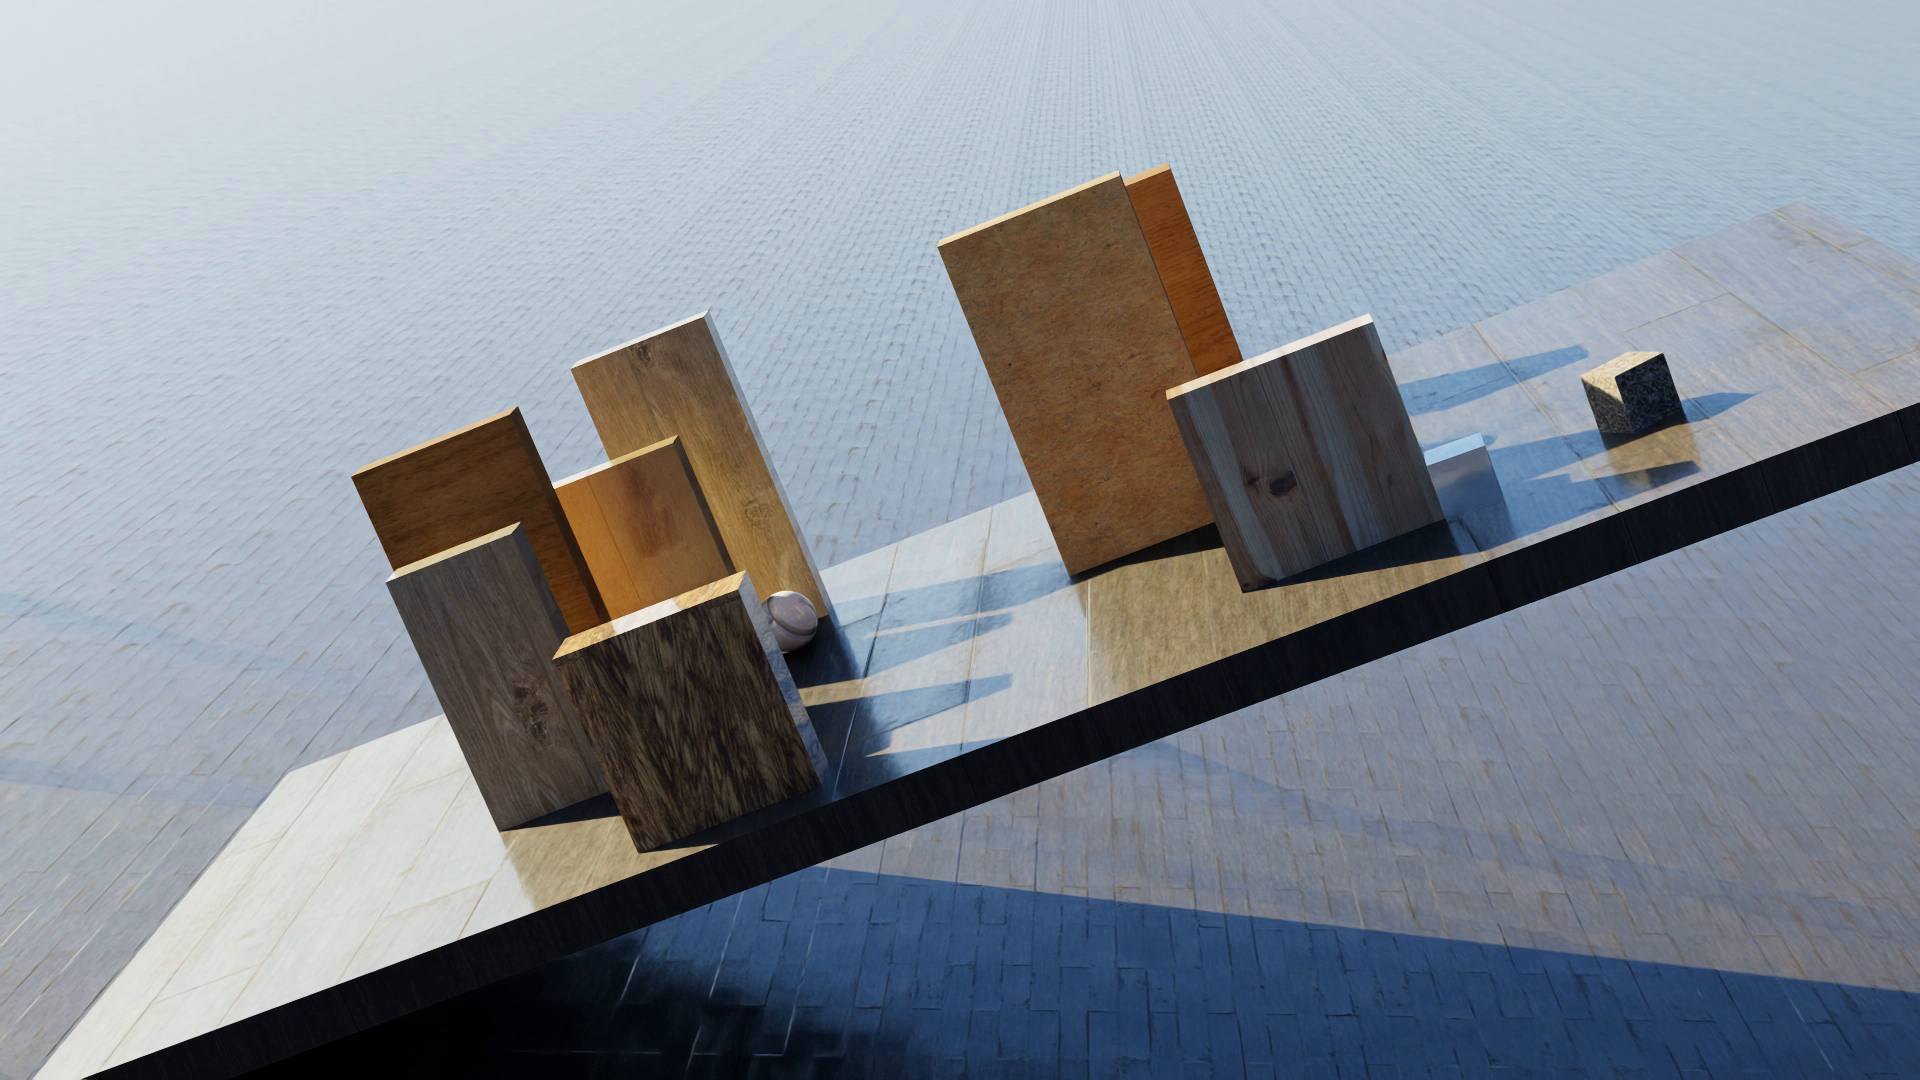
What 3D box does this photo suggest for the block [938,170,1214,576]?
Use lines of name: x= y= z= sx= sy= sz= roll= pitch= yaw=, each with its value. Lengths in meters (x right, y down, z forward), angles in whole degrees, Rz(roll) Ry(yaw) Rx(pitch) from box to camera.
block: x=0.283 y=-0.349 z=6.219 sx=0.406 sy=0.758 sz=0.098 roll=-21 pitch=12 yaw=7

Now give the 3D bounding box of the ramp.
ramp: x=0.123 y=0.174 z=6.291 sx=4.000 sy=0.100 sz=2.000 roll=-21 pitch=12 yaw=7

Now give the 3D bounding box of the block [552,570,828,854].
block: x=-0.503 y=0.323 z=5.530 sx=0.373 sy=0.406 sz=0.144 roll=-21 pitch=12 yaw=7

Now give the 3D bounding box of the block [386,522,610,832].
block: x=-0.928 y=0.283 z=6.063 sx=0.282 sy=0.573 sz=0.108 roll=-21 pitch=12 yaw=7

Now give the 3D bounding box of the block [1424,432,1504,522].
block: x=0.954 y=-0.121 z=5.574 sx=0.114 sy=0.114 sz=0.114 roll=-20 pitch=12 yaw=11

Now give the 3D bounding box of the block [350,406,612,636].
block: x=-0.967 y=0.140 z=6.287 sx=0.367 sy=0.770 sz=0.096 roll=-21 pitch=12 yaw=7

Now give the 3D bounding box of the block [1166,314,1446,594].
block: x=0.657 y=-0.163 z=5.591 sx=0.409 sy=0.404 sz=0.089 roll=-21 pitch=12 yaw=7

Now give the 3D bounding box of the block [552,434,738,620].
block: x=-0.679 y=0.081 z=6.571 sx=0.327 sy=0.546 sz=0.091 roll=-21 pitch=12 yaw=7

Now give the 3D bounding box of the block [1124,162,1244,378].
block: x=0.460 y=-0.522 z=6.929 sx=0.316 sy=0.649 sz=0.142 roll=-21 pitch=12 yaw=7

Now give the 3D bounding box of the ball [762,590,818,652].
ball: x=-0.388 y=0.182 z=6.593 sx=0.138 sy=0.138 sz=0.138 roll=0 pitch=14 yaw=0

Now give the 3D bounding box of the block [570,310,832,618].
block: x=-0.595 y=-0.120 z=6.809 sx=0.332 sy=0.750 sz=0.093 roll=-21 pitch=12 yaw=7

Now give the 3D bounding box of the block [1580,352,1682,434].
block: x=1.295 y=-0.285 z=5.673 sx=0.118 sy=0.118 sz=0.118 roll=-26 pitch=12 yaw=-17
